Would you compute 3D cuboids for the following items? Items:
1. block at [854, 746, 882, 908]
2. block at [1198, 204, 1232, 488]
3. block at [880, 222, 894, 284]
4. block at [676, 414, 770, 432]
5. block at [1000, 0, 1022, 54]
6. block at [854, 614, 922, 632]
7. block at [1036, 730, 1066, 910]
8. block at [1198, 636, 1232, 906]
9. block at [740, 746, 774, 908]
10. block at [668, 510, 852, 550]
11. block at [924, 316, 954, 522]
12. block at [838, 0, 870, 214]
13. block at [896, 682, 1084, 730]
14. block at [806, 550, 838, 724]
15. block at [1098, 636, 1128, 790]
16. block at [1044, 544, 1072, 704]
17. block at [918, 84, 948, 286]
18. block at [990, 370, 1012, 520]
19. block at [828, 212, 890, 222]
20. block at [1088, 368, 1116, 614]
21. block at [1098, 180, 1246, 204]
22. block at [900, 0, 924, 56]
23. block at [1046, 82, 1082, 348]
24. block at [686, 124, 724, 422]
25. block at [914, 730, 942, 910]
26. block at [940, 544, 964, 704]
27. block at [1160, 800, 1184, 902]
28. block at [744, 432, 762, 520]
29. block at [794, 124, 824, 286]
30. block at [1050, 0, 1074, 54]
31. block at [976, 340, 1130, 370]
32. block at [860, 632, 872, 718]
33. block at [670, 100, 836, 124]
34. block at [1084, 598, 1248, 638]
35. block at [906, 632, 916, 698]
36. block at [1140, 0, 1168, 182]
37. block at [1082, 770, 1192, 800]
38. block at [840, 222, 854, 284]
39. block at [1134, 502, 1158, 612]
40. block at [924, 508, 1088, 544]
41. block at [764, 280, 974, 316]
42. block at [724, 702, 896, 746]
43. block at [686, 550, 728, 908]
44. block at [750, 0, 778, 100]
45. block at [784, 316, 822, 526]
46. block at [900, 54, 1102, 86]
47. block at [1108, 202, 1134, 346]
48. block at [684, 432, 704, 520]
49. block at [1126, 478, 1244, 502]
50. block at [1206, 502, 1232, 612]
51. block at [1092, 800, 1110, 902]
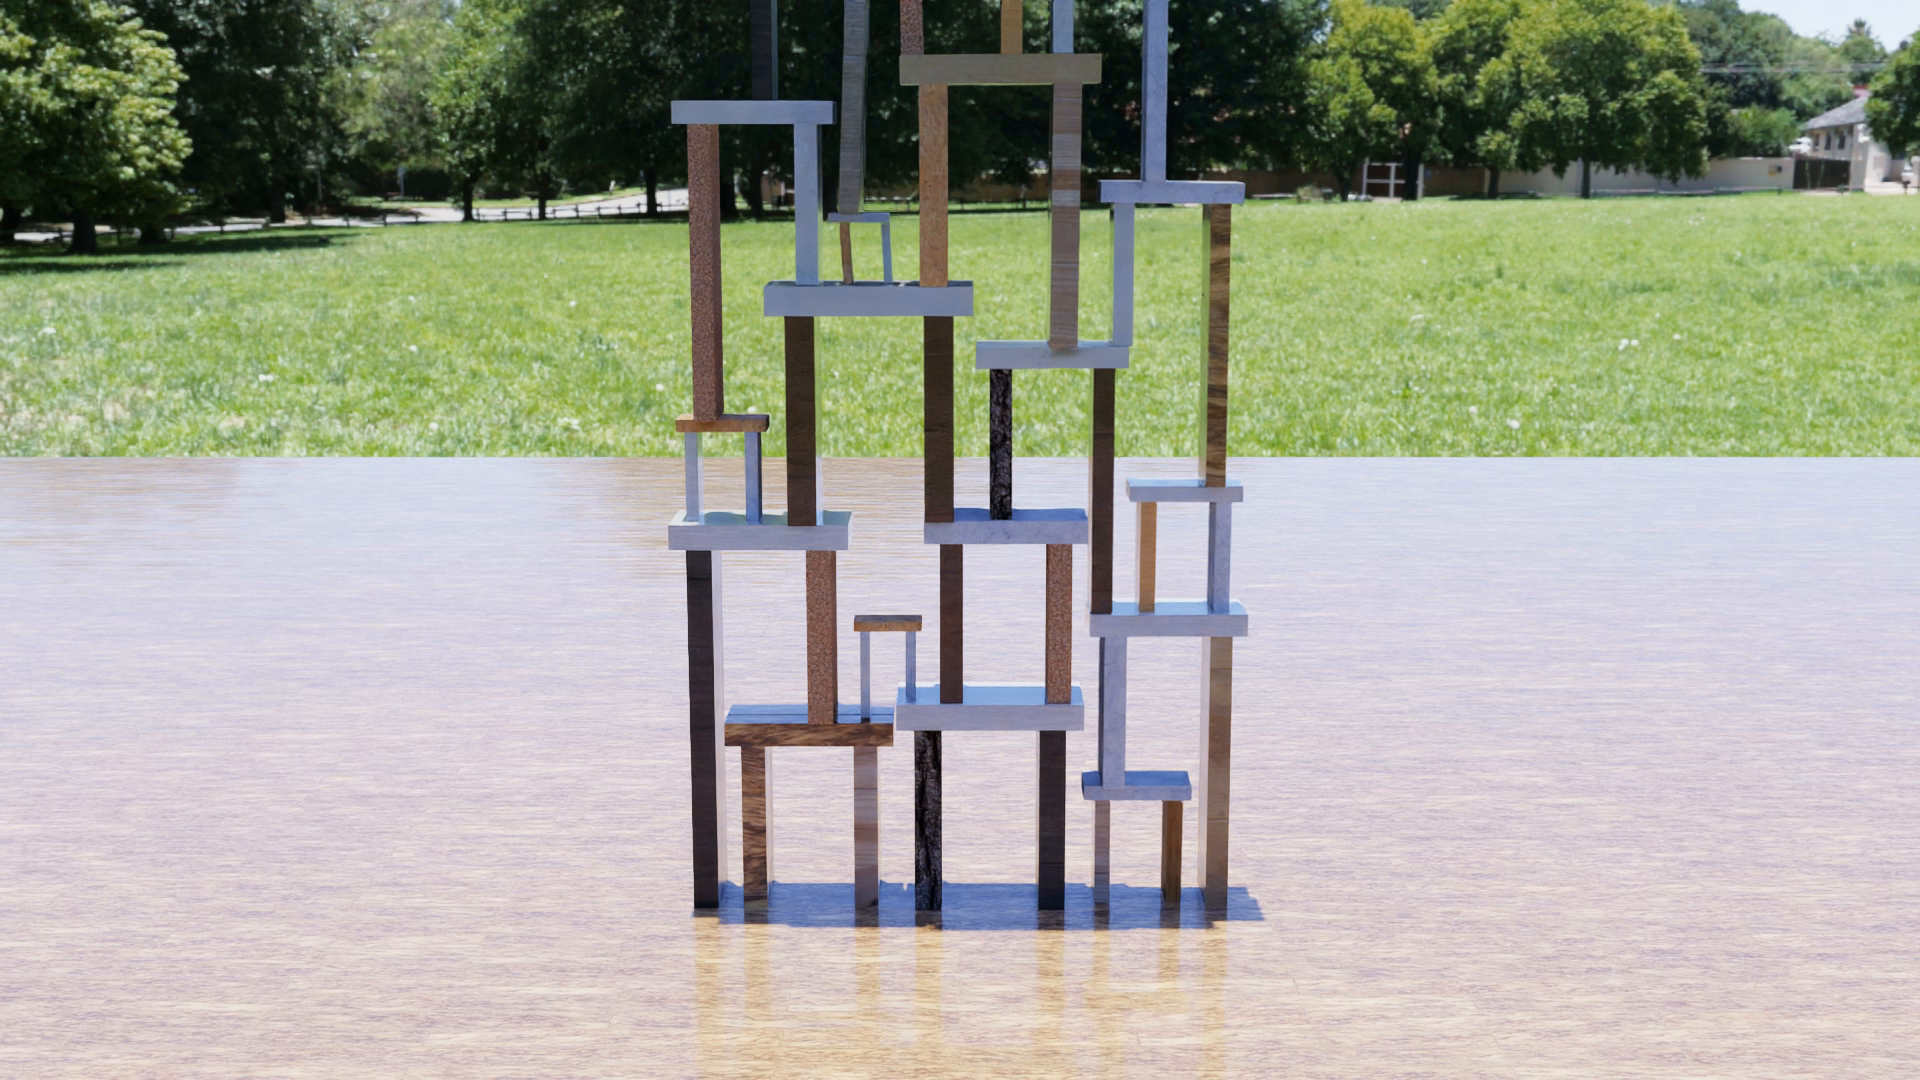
[{"bbox_3d":[-0.153,0.455,3.647,0.039,0.273,0.136,0,11,0],"label":"block"},{"bbox_3d":[0.404,-0.312,3.499,0.031,0.444,0.111,0,11,0],"label":"block"},{"bbox_3d":[-0.115,-0.454,3.470,0.014,0.095,0.048,-3,10,1],"label":"block"},{"bbox_3d":[-0.380,-0.188,3.529,0.143,0.020,0.072,0,11,0],"label":"block"},{"bbox_3d":[0.078,-0.865,3.392,0.033,0.231,0.116,0,11,0],"label":"block"},{"bbox_3d":[-0.117,0.135,3.582,0.110,0.016,0.055,0,11,0],"label":"block"},{"bbox_3d":[0.149,0.442,3.638,0.043,0.302,0.151,0,11,0],"label":"block"},{"bbox_3d":[0.420,0.367,3.627,0.036,0.454,0.127,0,11,0],"label":"block"},{"bbox_3d":[-0.335,0.455,3.647,0.039,0.273,0.136,0,11,0],"label":"block"},{"bbox_3d":[-0.320,-0.017,3.556,0.285,0.040,0.143,0,11,0],"label":"block"},{"bbox_3d":[-0.033,-0.202,3.521,0.046,0.325,0.162,0,11,0],"label":"block"},{"bbox_3d":[-0.163,-0.710,3.421,0.032,0.398,0.112,3,10,1],"label":"block"},{"bbox_3d":[0.049,0.272,3.607,0.302,0.043,0.151,0,11,0],"label":"block"},{"bbox_3d":[-0.225,0.144,3.586,0.040,0.285,0.143,0,11,0],"label":"block"},{"bbox_3d":[0.249,0.268,3.607,0.036,0.254,0.127,0,11,0],"label":"block"},{"bbox_3d":[0.160,0.123,3.578,0.037,0.261,0.131,0,11,0],"label":"block"},{"bbox_3d":[-0.041,-0.557,3.449,0.043,0.307,0.153,0,11,0],"label":"block"},{"bbox_3d":[0.065,-0.161,3.534,0.034,0.240,0.120,0,11,0],"label":"block"},{"bbox_3d":[-0.159,-0.507,3.454,0.095,0.014,0.048,0,10,-2],"label":"block"},{"bbox_3d":[0.227,-0.085,3.542,0.034,0.393,0.120,0,10,0],"label":"block"},{"bbox_3d":[0.330,-0.547,3.456,0.222,0.031,0.111,1,11,0],"label":"block"},{"bbox_3d":[-0.075,-0.864,3.392,0.033,0.231,0.116,-1,11,0],"label":"block"},{"bbox_3d":[0.163,-0.511,3.457,0.043,0.403,0.153,0,10,0],"label":"block"},{"bbox_3d":[-0.402,-0.424,3.483,0.035,0.461,0.124,0,11,0],"label":"block"},{"bbox_3d":[-0.052,0.442,3.638,0.043,0.302,0.151,0,11,0],"label":"block"},{"bbox_3d":[-0.014,0.123,3.578,0.037,0.261,0.130,0,11,0],"label":"block"},{"bbox_3d":[0.351,0.504,3.652,0.025,0.175,0.088,0,11,0],"label":"block"},{"bbox_3d":[-0.333,-0.108,3.544,0.020,0.143,0.072,0,11,0],"label":"block"},{"bbox_3d":[-0.238,-0.529,3.463,0.035,0.247,0.124,0,11,0],"label":"block"},{"bbox_3d":[0.157,-0.861,3.395,0.031,0.217,0.108,0,10,0],"label":"block"},{"bbox_3d":[0.145,-0.296,3.505,0.240,0.034,0.120,0,10,0],"label":"block"},{"bbox_3d":[-0.154,0.214,3.597,0.016,0.144,0.055,0,11,0],"label":"block"},{"bbox_3d":[-0.320,-0.668,3.438,0.247,0.035,0.124,0,11,0],"label":"block"},{"bbox_3d":[0.334,0.126,3.581,0.254,0.036,0.127,0,11,-1],"label":"block"},{"bbox_3d":[-0.081,0.197,3.594,0.016,0.110,0.055,0,11,0],"label":"block"},{"bbox_3d":[0.302,-0.764,3.410,0.031,0.410,0.108,0,11,1],"label":"block"},{"bbox_3d":[0.291,0.405,3.633,0.175,0.025,0.088,0,11,1],"label":"block"},{"bbox_3d":[-0.179,-0.454,3.470,0.014,0.095,0.048,-4,10,1],"label":"block"},{"bbox_3d":[0.300,0.019,3.562,0.025,0.180,0.090,0,11,-1],"label":"block"},{"bbox_3d":[0.073,-0.024,3.551,0.261,0.037,0.131,0,11,0],"label":"block"},{"bbox_3d":[-0.142,-0.384,3.488,0.325,0.046,0.162,0,11,0],"label":"block"},{"bbox_3d":[-0.244,0.302,3.618,0.273,0.039,0.136,0,11,0],"label":"block"},{"bbox_3d":[-0.415,0.297,3.615,0.040,0.597,0.143,0,11,0],"label":"block"},{"bbox_3d":[-0.304,-0.795,3.410,0.032,0.224,0.112,0,11,0],"label":"block"},{"bbox_3d":[-0.249,-0.199,3.523,0.046,0.331,0.162,0,11,0],"label":"block"},{"bbox_3d":[0.062,-0.730,3.417,0.307,0.043,0.153,-1,11,0],"label":"block"},{"bbox_3d":[0.255,-0.423,3.481,0.031,0.222,0.111,0,11,0],"label":"block"},{"bbox_3d":[-0.428,-0.108,3.544,0.020,0.143,0.072,0,11,0],"label":"block"},{"bbox_3d":[0.360,-0.081,3.541,0.180,0.026,0.090,0,11,0],"label":"block"},{"bbox_3d":[0.420,0.020,3.561,0.026,0.180,0.090,0,11,0],"label":"block"},{"bbox_3d":[0.233,0.504,3.653,0.025,0.175,0.088,0,11,0],"label":"block"}]
